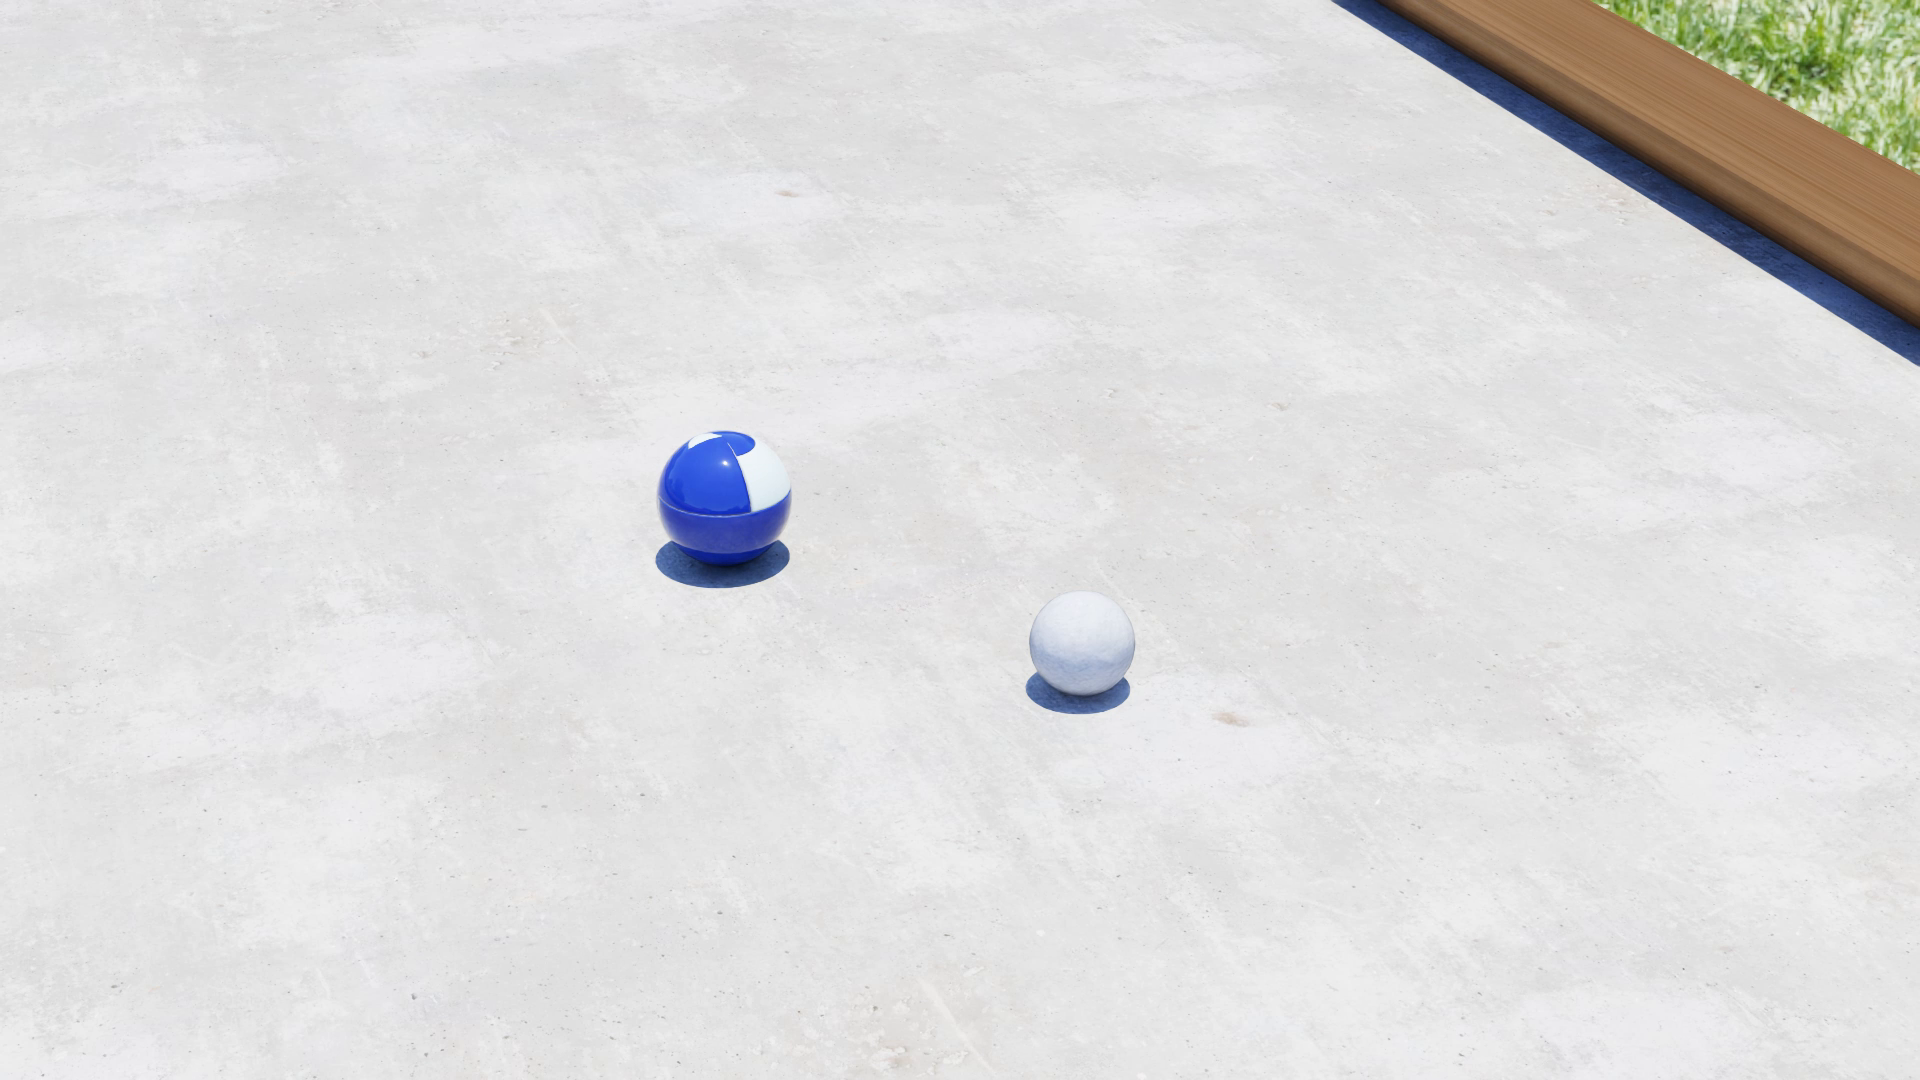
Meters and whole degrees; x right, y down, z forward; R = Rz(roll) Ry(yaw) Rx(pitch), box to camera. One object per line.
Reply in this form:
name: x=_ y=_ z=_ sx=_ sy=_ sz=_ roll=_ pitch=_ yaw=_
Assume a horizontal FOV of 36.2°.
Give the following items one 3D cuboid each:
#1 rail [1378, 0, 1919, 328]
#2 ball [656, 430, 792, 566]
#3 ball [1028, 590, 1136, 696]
rail: x=0.547 y=-0.490 z=2.874 sx=0.045 sy=0.119 sz=3.261 roll=-9 pitch=28 yaw=-17
ball: x=-0.159 y=-0.028 z=1.981 sx=0.092 sy=0.092 sz=0.092 roll=0 pitch=27 yaw=0
ball: x=0.076 y=0.064 z=1.825 sx=0.066 sy=0.066 sz=0.066 roll=0 pitch=27 yaw=0
